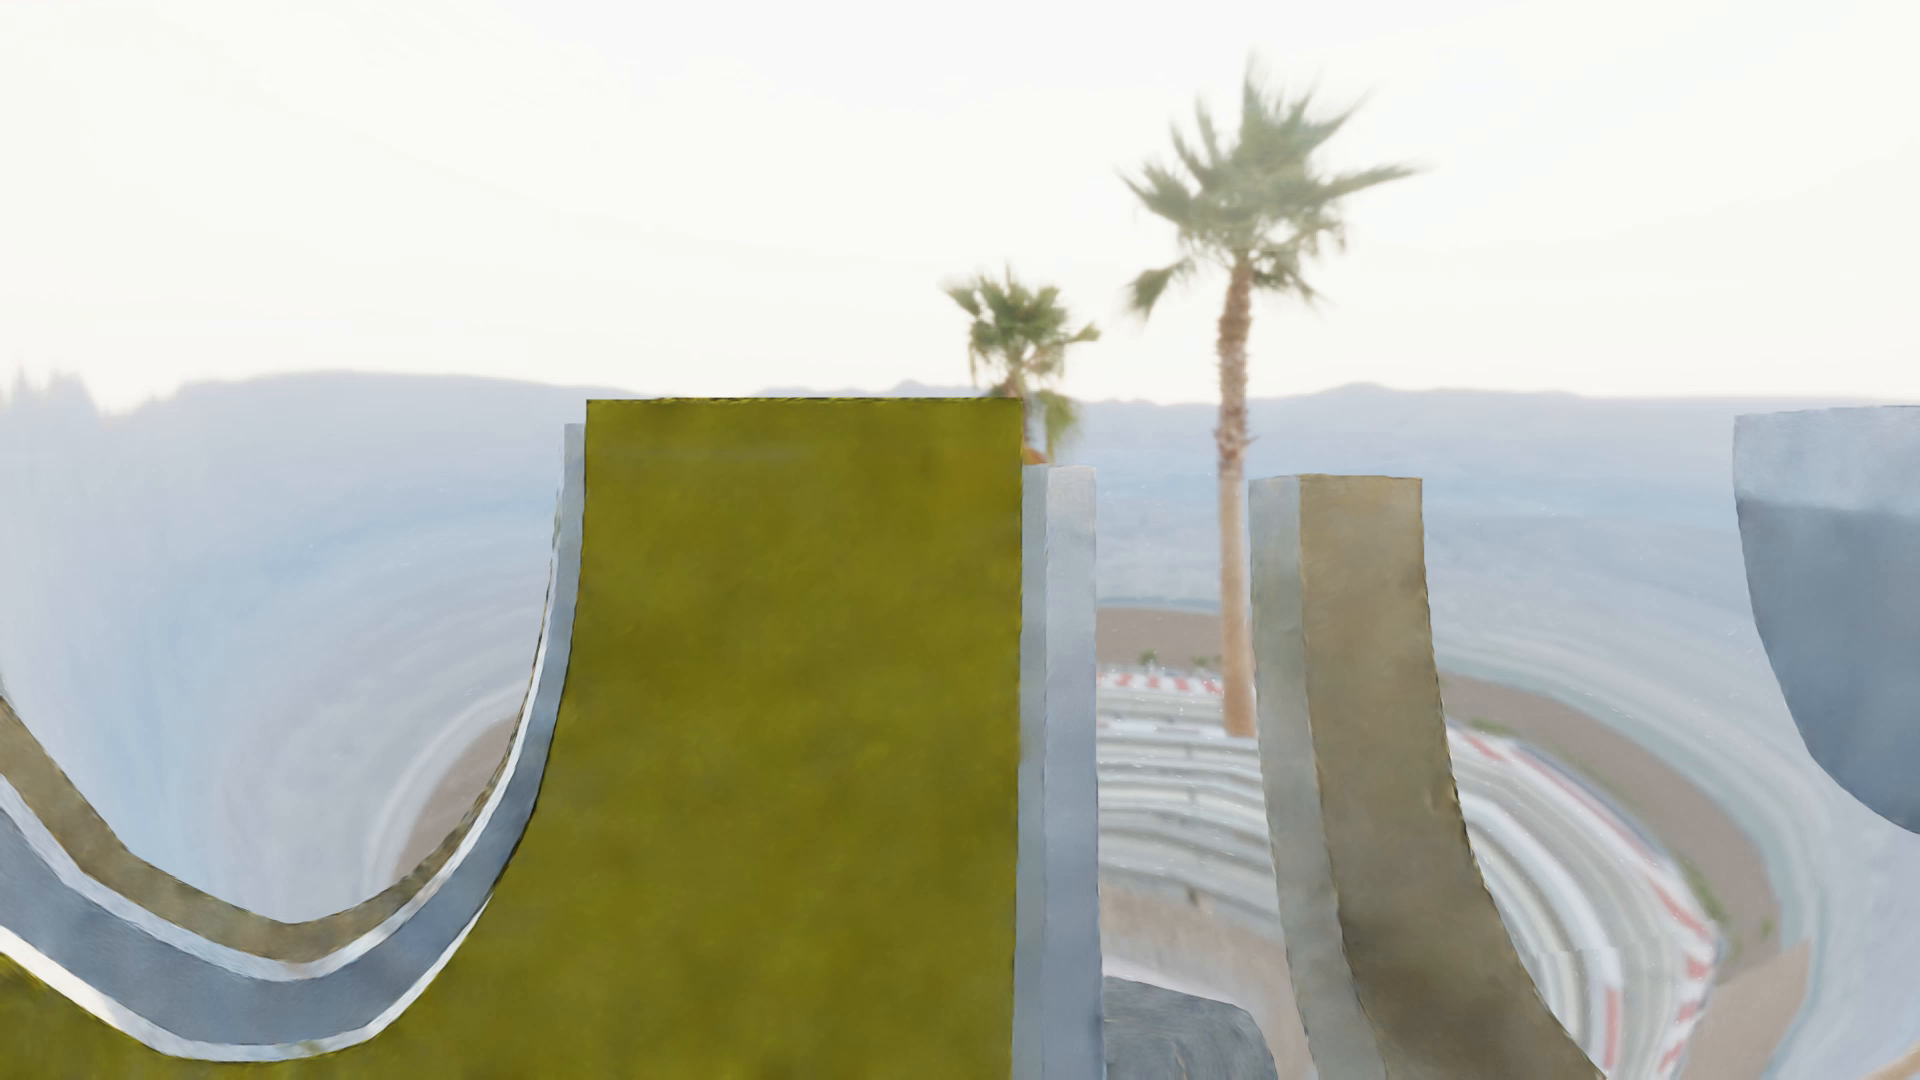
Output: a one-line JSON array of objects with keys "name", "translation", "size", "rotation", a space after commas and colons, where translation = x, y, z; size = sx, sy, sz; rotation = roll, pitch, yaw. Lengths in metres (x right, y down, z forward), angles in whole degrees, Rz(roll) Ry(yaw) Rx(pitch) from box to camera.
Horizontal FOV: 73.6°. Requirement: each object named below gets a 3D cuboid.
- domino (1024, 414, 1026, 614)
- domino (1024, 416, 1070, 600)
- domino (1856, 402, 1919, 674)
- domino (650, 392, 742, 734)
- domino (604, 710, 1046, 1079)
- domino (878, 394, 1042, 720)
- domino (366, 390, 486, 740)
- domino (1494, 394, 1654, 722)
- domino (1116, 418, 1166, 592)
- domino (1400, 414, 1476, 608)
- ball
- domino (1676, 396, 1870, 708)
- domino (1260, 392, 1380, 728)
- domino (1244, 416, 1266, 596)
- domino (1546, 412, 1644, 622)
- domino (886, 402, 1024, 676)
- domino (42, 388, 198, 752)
[{"name": "domino", "translation": [0.003, -0.006, 0.318], "size": [0.025, 0.050, 0.009], "rotation": [1, 4, 10]}, {"name": "domino", "translation": [0.017, -0.009, 0.359], "size": [0.025, 0.050, 0.010], "rotation": [3, 5, 32]}, {"name": "domino", "translation": [0.172, -0.001, 0.245], "size": [0.025, 0.050, 0.009], "rotation": [2, 5, 26]}, {"name": "domino", "translation": [-0.041, 0.003, 0.199], "size": [0.010, 0.050, 0.025], "rotation": [0, 4, -2]}, {"name": "domino", "translation": [-0.008, 0.026, 0.098], "size": [0.025, 0.010, 0.050], "rotation": [0, 13, -2]}, {"name": "domino", "translation": [0.000, 0.002, 0.201], "size": [0.025, 0.050, 0.009], "rotation": [0, 4, 0]}, {"name": "domino", "translation": [-0.081, 0.003, 0.196], "size": [0.009, 0.050, 0.025], "rotation": [-1, 4, -8]}, {"name": "domino", "translation": [0.098, 0.002, 0.208], "size": [0.010, 0.050, 0.025], "rotation": [-1, 4, -8]}, {"name": "domino", "translation": [0.053, -0.011, 0.380], "size": [0.010, 0.050, 0.025], "rotation": [0, 4, -4]}, {"name": "domino", "translation": [0.129, -0.008, 0.345], "size": [0.009, 0.050, 0.025], "rotation": [4, 6, 42]}, {"name": "ball", "translation": [0.004, -0.005, 0.047], "size": [0.080, 0.080, 0.080], "rotation": [0, 4, 0]}, {"name": "domino", "translation": [0.137, 0.001, 0.218], "size": [0.010, 0.050, 0.025], "rotation": [-2, 5, -22]}, {"name": "domino", "translation": [0.057, 0.002, 0.204], "size": [0.010, 0.050, 0.025], "rotation": [0, 4, -4]}, {"name": "domino", "translation": [0.090, -0.010, 0.371], "size": [0.009, 0.050, 0.025], "rotation": [2, 5, 26]}, {"name": "domino", "translation": [0.156, -0.006, 0.315], "size": [0.025, 0.050, 0.009], "rotation": [-3, 5, -36]}, {"name": "domino", "translation": [-0.001, 0.000, 0.239], "size": [0.025, 0.050, 0.009], "rotation": [0, 4, -1]}, {"name": "domino", "translation": [-0.122, 0.003, 0.188], "size": [0.009, 0.050, 0.025], "rotation": [-1, 4, -14]}]
